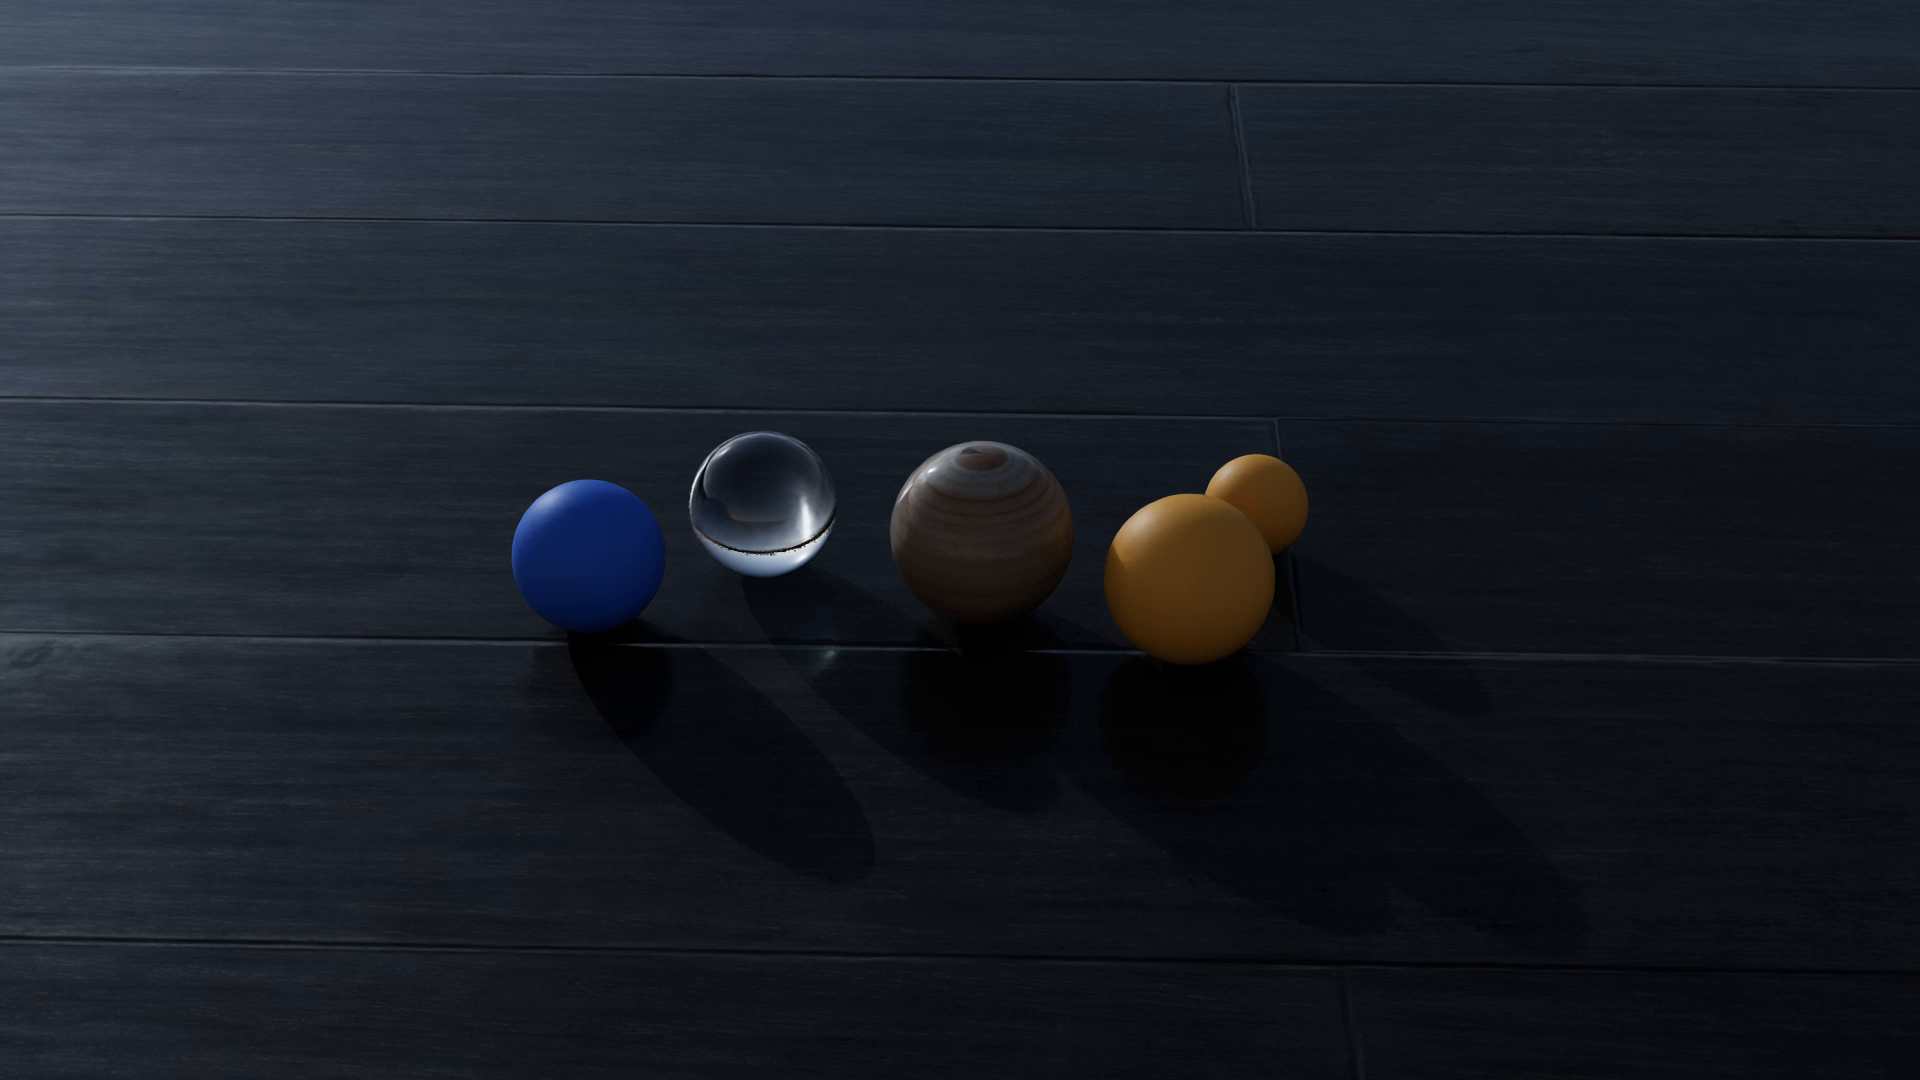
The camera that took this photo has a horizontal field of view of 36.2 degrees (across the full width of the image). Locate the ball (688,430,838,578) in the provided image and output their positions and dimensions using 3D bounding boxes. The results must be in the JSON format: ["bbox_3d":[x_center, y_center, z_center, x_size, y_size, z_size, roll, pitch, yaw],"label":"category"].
[{"bbox_3d":[-0.106,-0.019,1.588,0.080,0.080,0.080,0,32,0],"label":"ball"}]

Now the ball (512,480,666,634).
[{"bbox_3d":[-0.195,0.009,1.544,0.081,0.081,0.081,0,32,0],"label":"ball"}]

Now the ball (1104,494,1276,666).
[{"bbox_3d":[0.118,0.020,1.517,0.089,0.089,0.089,0,32,0],"label":"ball"}]

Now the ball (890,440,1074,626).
[{"bbox_3d":[0.012,-0.004,1.547,0.097,0.097,0.097,0,32,0],"label":"ball"}]

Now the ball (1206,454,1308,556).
[{"bbox_3d":[0.162,-0.018,1.608,0.057,0.057,0.057,0,32,0],"label":"ball"}]
